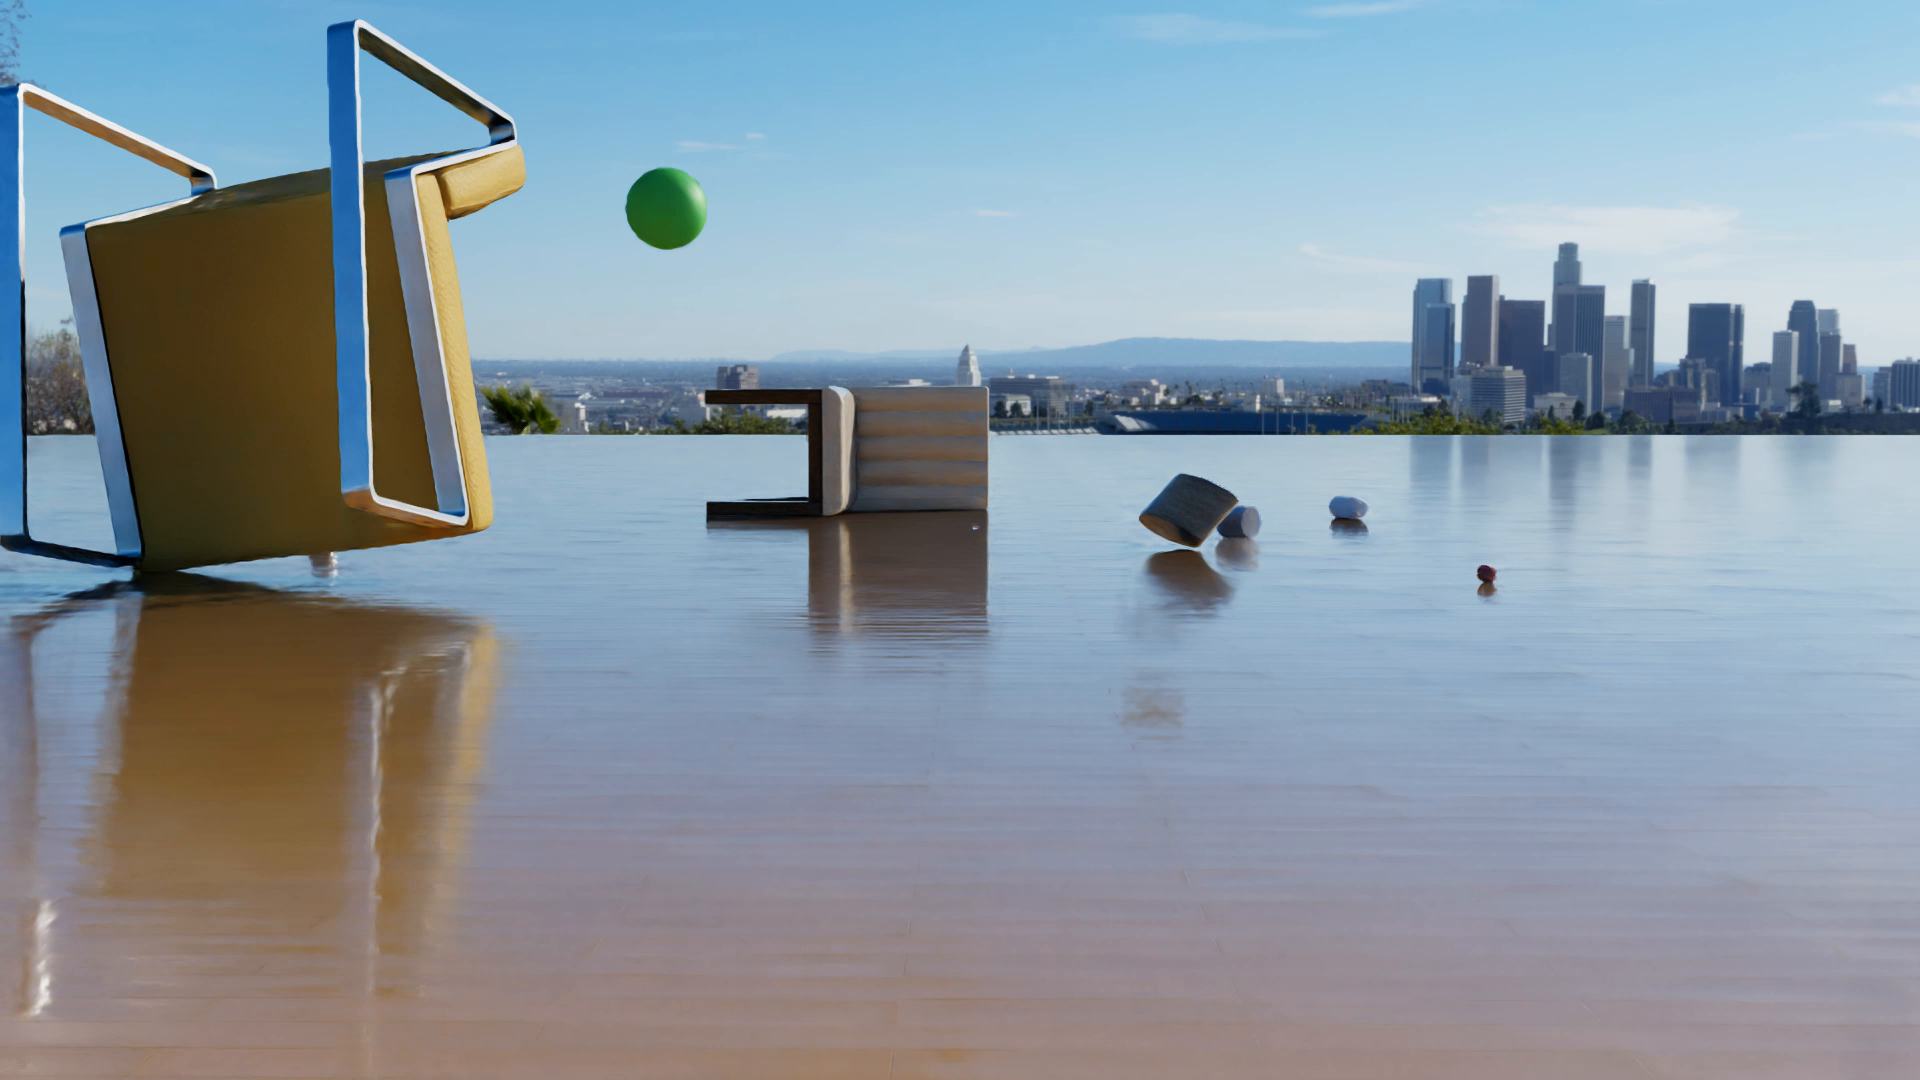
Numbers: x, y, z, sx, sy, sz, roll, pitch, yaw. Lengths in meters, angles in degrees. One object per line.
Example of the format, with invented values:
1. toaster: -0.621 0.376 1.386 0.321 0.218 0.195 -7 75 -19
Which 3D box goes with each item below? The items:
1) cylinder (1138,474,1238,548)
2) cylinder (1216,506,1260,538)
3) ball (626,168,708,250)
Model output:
1. cylinder: 0.647 -0.085 6.259 0.163 0.114 0.308 -47 27 -12
2. cylinder: 0.838 -0.054 6.635 0.083 0.096 0.107 -4 5 -40
3. ball: -0.837 -0.946 6.275 0.232 0.232 0.232 0 4 0
